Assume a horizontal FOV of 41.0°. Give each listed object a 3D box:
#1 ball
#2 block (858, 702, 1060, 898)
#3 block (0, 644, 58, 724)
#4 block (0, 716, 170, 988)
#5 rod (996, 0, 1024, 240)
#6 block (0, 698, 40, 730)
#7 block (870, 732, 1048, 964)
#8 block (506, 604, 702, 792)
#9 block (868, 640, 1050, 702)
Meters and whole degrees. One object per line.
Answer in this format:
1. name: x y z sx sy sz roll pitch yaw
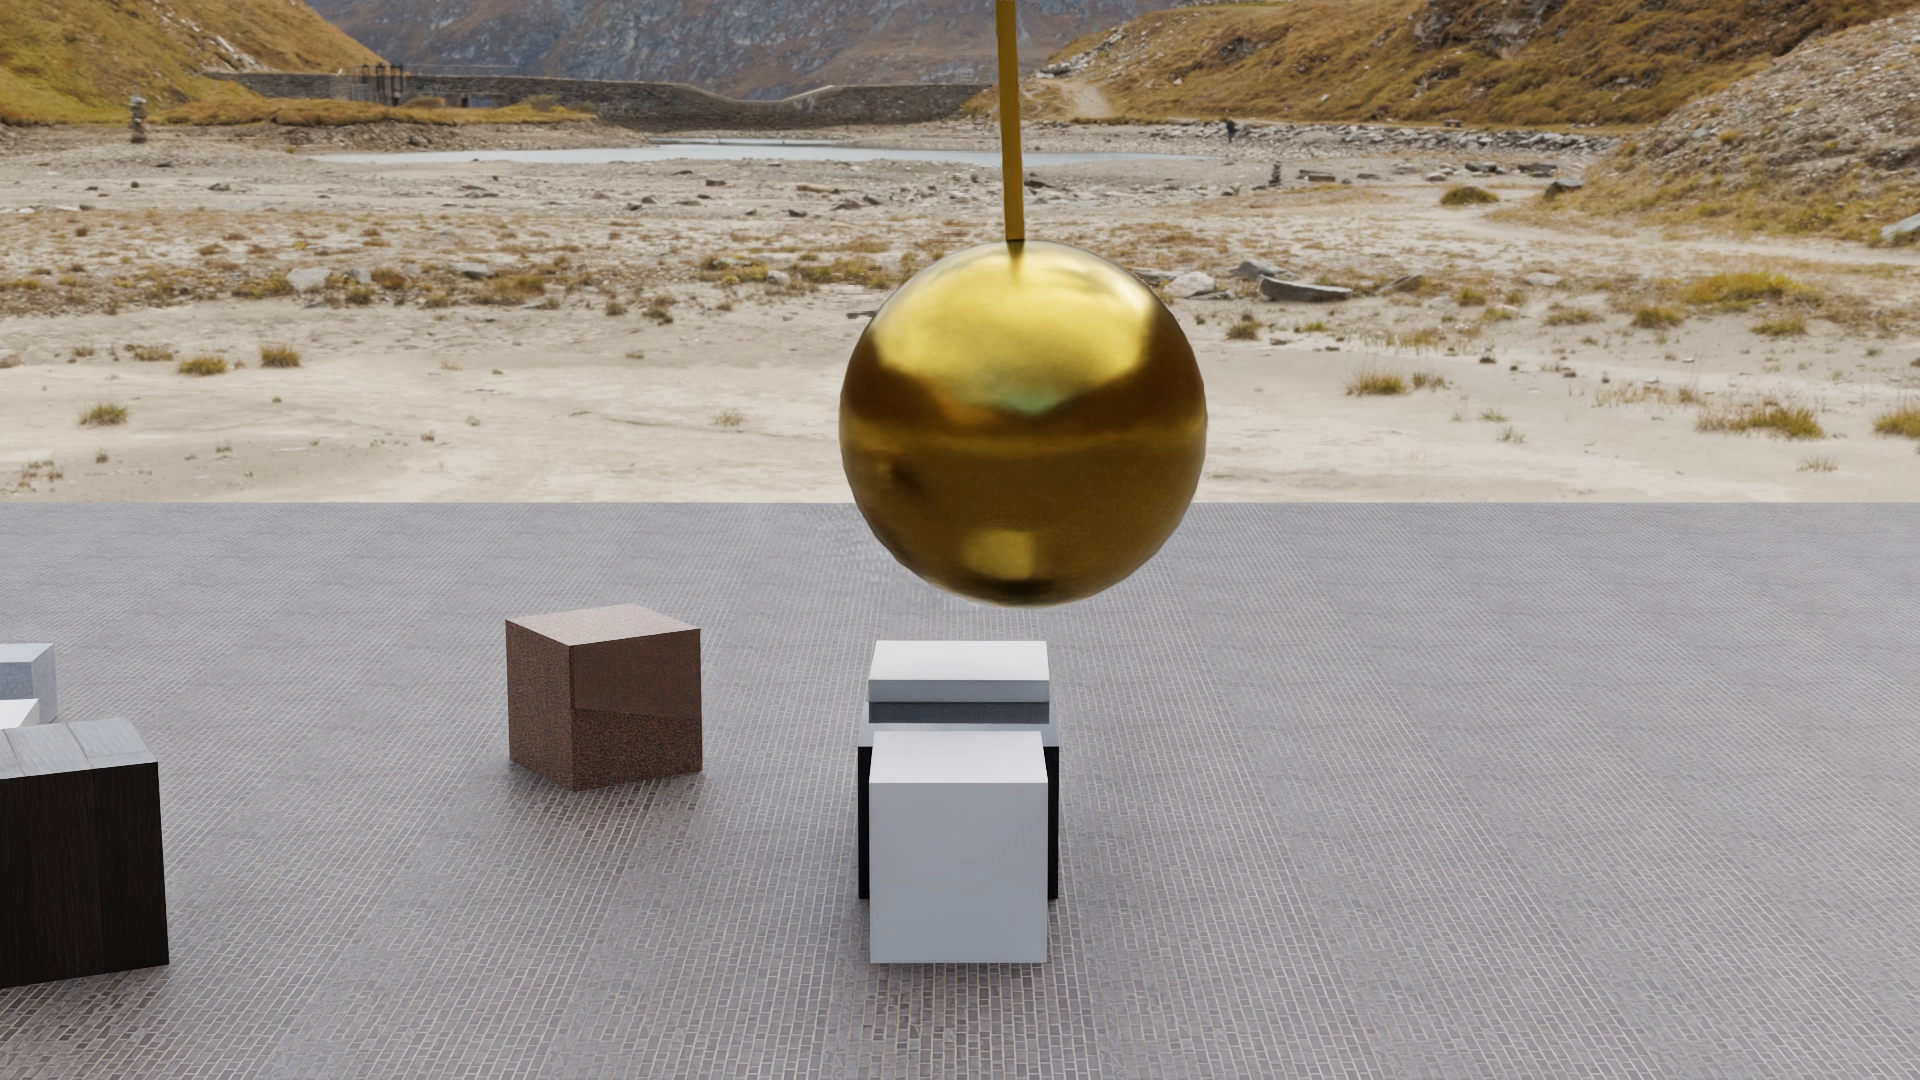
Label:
1. ball: 0.271 -0.497 11.090 1.600 1.600 1.600 0 10 0
2. block: -0.007 1.143 11.382 0.860 0.678 0.784 0 10 0
3. block: -5.198 0.813 13.964 0.427 0.405 0.459 -1 10 -4
4. block: -3.719 1.252 10.342 0.857 0.836 0.810 -5 11 -26
5. rod: 0.118 -3.839 10.482 0.080 5.200 0.080 -3 10 0
6. block: -4.556 1.113 11.724 0.591 0.615 0.641 -2 10 -10
7. block: -0.008 1.253 10.590 0.707 0.746 0.806 0 10 0
8. block: -1.825 0.791 13.140 0.725 0.742 0.757 -7 12 -33
9. block: 0.001 0.949 12.167 0.825 0.781 0.817 0 10 1
